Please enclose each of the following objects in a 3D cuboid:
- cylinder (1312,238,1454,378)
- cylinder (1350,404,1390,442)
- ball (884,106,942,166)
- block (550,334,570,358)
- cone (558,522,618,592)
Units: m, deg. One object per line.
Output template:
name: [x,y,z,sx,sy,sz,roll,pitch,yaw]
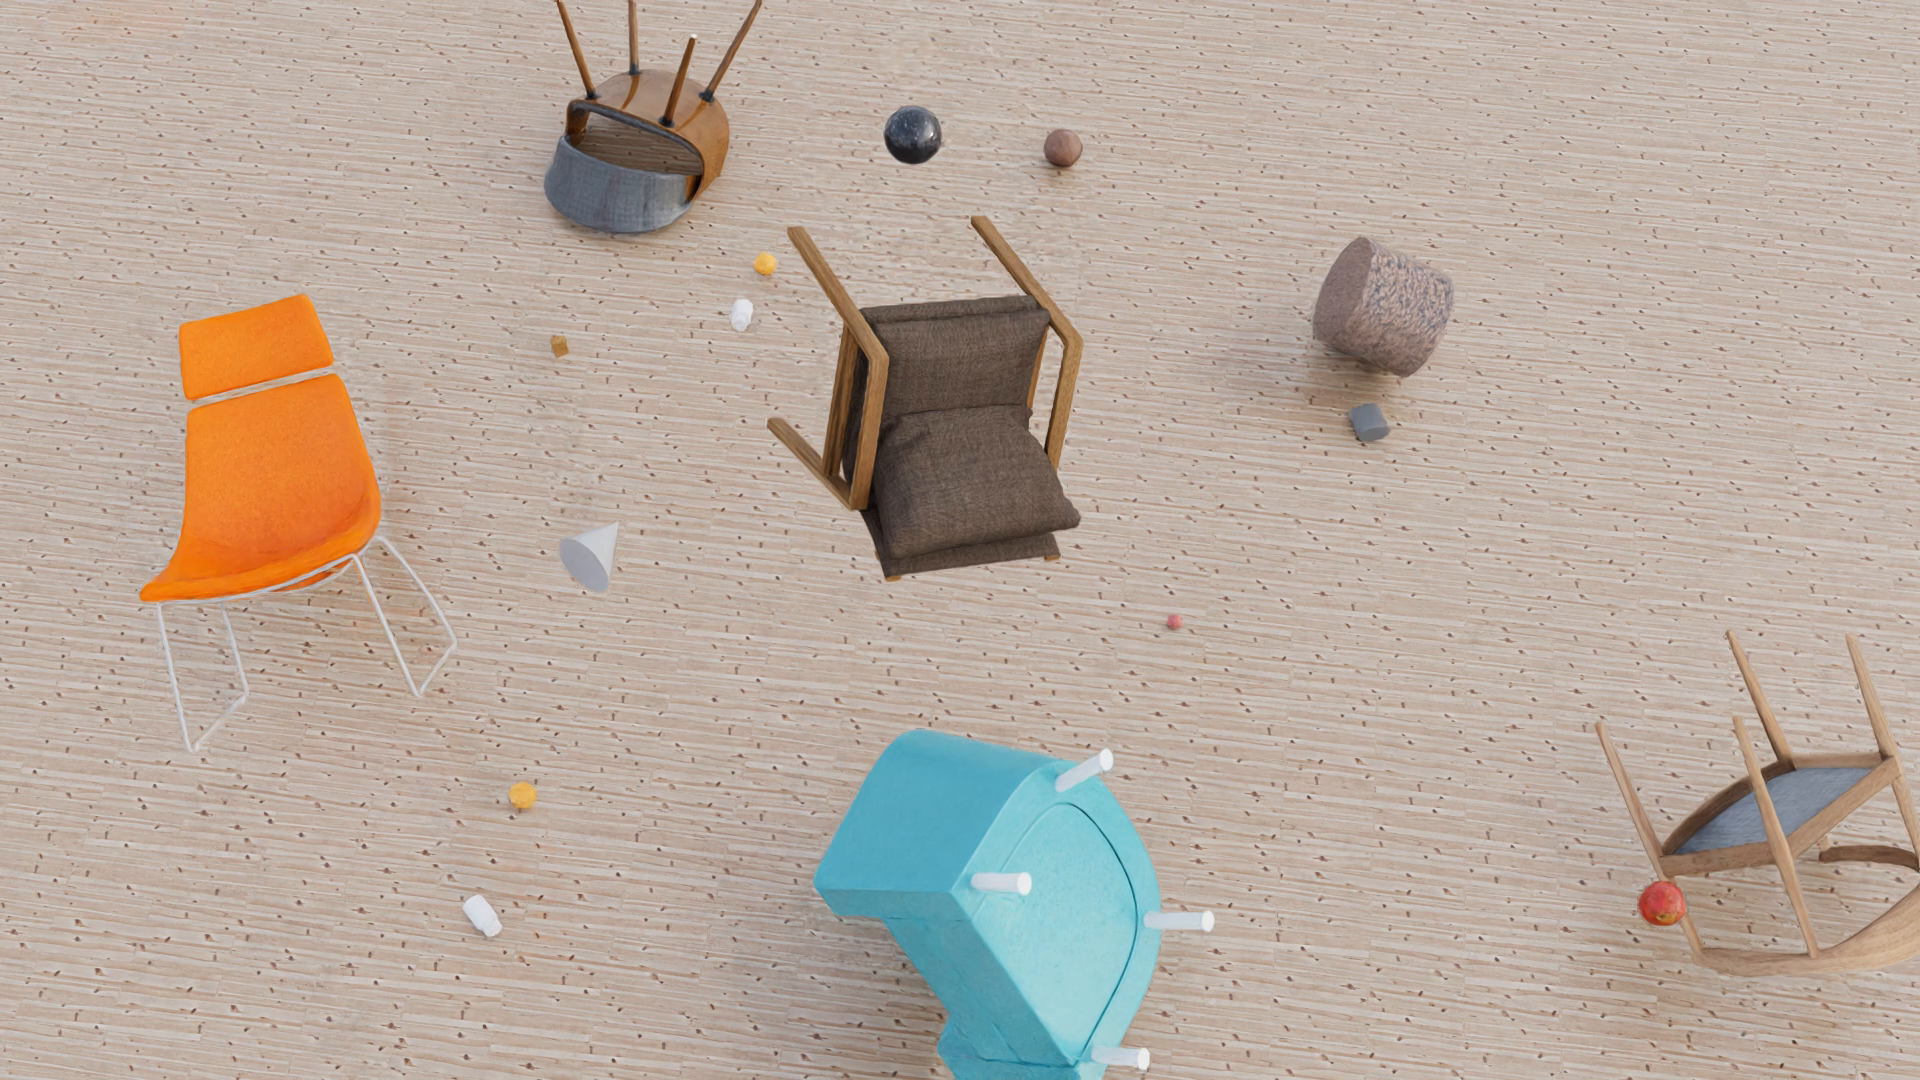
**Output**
cylinder: [1.305,-0.718,6.799,0.290,0.338,0.358,22,41,-14]
cylinder: [1.262,-0.362,6.774,0.102,0.069,0.093,-6,59,-22]
ball: [-0.145,-1.248,6.781,0.182,0.182,0.182,0,56,0]
block: [-1.265,-0.612,6.946,0.045,0.064,0.029,-21,59,-14]
cone: [-1.027,0.009,6.293,0.170,0.249,0.175,28,61,13]
